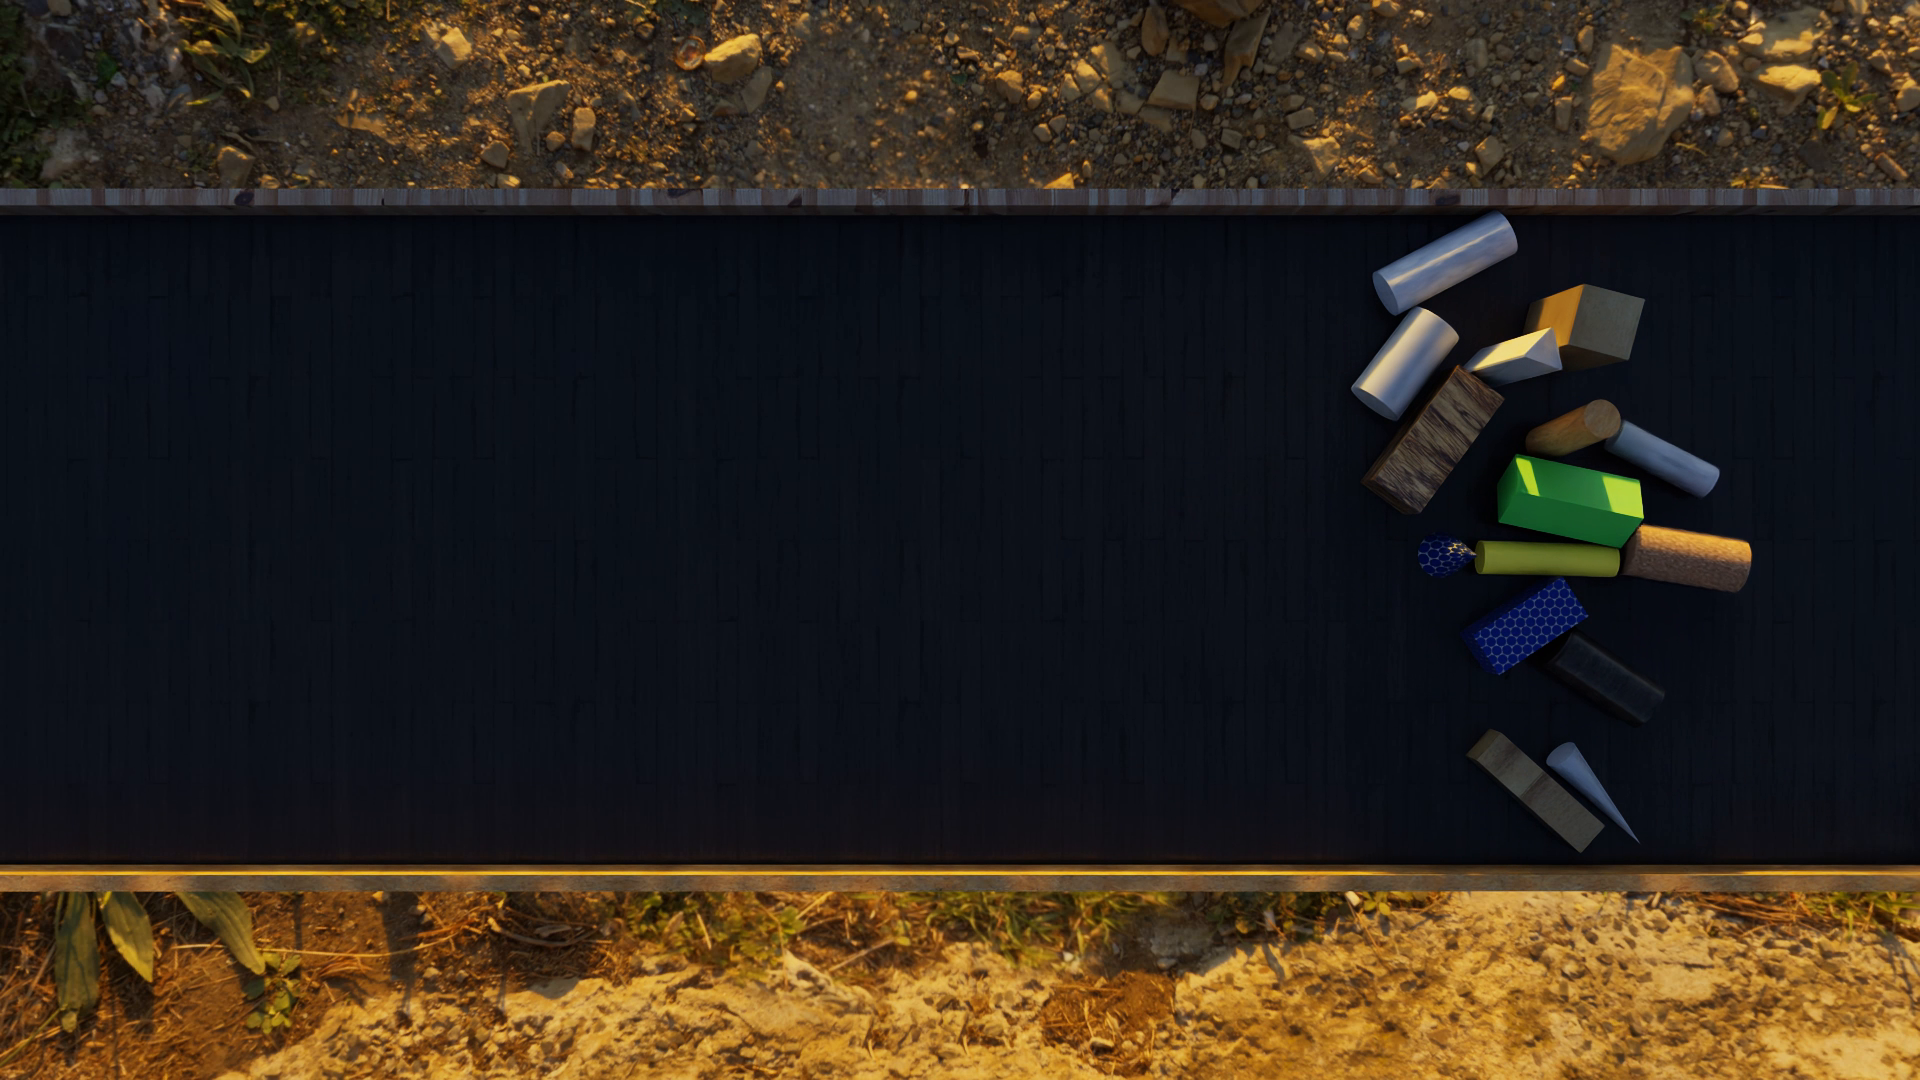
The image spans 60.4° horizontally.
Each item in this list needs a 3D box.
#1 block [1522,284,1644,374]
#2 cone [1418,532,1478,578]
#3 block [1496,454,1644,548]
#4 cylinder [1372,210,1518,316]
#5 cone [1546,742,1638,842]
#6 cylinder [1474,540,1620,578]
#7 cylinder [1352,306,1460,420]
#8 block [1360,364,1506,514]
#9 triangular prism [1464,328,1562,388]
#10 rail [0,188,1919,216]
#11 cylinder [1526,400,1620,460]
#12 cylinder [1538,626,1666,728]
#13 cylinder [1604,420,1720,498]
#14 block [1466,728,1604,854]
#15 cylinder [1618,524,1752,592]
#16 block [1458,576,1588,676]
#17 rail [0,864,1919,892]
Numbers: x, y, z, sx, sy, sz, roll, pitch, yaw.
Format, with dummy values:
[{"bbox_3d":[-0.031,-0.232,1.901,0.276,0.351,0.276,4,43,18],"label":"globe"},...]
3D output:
[{"bbox_3d":[1.816,-0.617,4.851,0.176,0.447,0.176,15,91,0],"label":"block"},{"bbox_3d":[1.482,0.045,4.898,0.144,0.357,0.144,0,90,0],"label":"cone"},{"bbox_3d":[1.835,-0.117,4.971,0.380,0.151,0.151,12,53,0],"label":"block"},{"bbox_3d":[1.469,-0.841,5.002,0.405,0.149,0.149,-28,90,0],"label":"cylinder"},{"bbox_3d":[1.963,0.795,5.051,0.103,0.103,0.393,-43,97,0],"label":"cone"},{"bbox_3d":[1.787,0.057,5.025,0.407,0.103,0.103,1,90,0],"label":"cylinder"},{"bbox_3d":[1.346,-0.533,4.991,0.171,0.171,0.304,37,90,0],"label":"cylinder"},{"bbox_3d":[1.427,-0.300,4.992,0.170,0.170,0.428,37,90,0],"label":"block"},{"bbox_3d":[1.630,-0.545,4.878,0.122,0.394,0.106,18,84,-11],"label":"triangular prism"},{"bbox_3d":[-2.247,-1.025,5.002,12.000,0.150,0.050,0,90,0],"label":"rail"},{"bbox_3d":[1.815,-0.320,4.896,0.114,0.344,0.114,1,80,-9],"label":"cylinder"},{"bbox_3d":[1.944,0.410,5.000,0.339,0.153,0.153,34,90,0],"label":"cylinder"},{"bbox_3d":[2.136,-0.247,5.024,0.323,0.105,0.105,27,90,0],"label":"cylinder"},{"bbox_3d":[1.749,0.762,5.021,0.421,0.111,0.111,42,90,0],"label":"block"},{"bbox_3d":[2.184,0.051,4.995,0.347,0.164,0.164,9,90,0],"label":"cylinder"},{"bbox_3d":[1.708,0.257,5.005,0.320,0.142,0.142,-33,90,0],"label":"block"},{"bbox_3d":[-2.247,1.025,5.001,12.000,0.150,0.050,0,90,0],"label":"rail"}]
